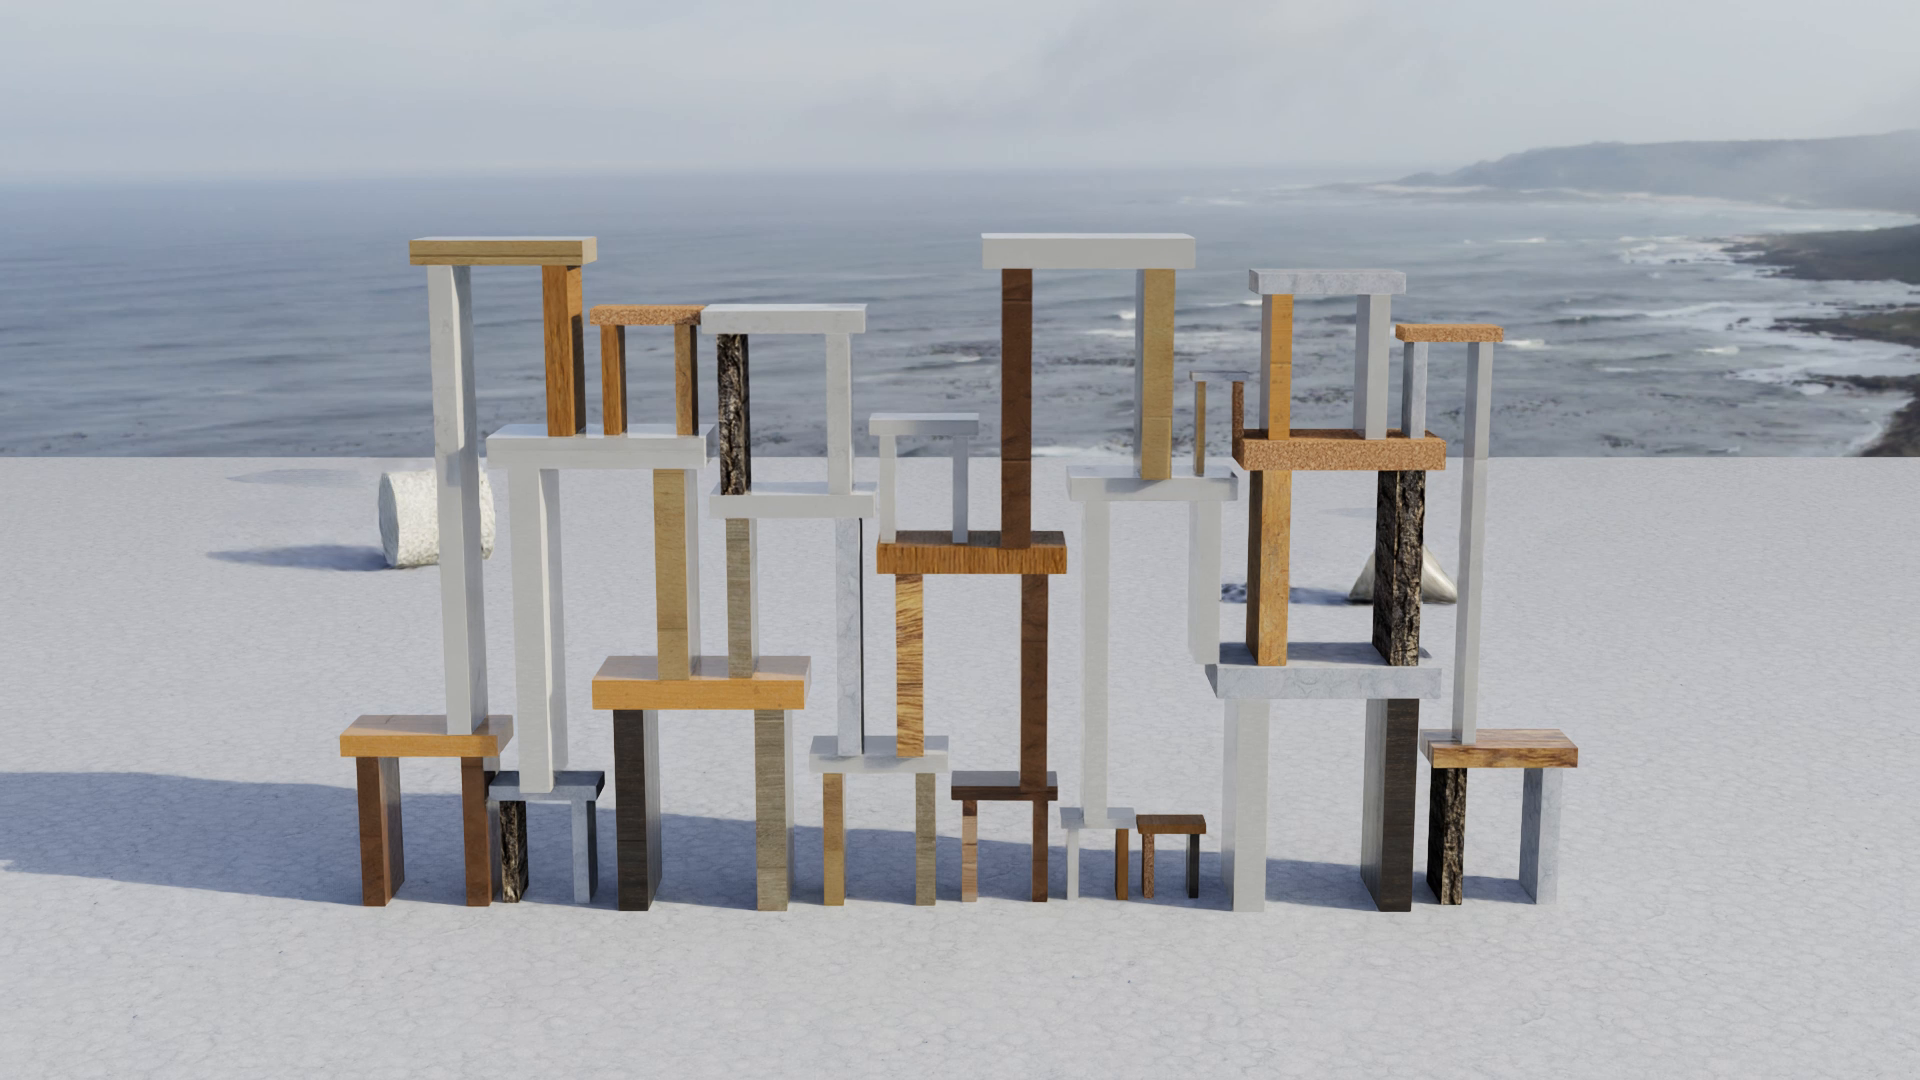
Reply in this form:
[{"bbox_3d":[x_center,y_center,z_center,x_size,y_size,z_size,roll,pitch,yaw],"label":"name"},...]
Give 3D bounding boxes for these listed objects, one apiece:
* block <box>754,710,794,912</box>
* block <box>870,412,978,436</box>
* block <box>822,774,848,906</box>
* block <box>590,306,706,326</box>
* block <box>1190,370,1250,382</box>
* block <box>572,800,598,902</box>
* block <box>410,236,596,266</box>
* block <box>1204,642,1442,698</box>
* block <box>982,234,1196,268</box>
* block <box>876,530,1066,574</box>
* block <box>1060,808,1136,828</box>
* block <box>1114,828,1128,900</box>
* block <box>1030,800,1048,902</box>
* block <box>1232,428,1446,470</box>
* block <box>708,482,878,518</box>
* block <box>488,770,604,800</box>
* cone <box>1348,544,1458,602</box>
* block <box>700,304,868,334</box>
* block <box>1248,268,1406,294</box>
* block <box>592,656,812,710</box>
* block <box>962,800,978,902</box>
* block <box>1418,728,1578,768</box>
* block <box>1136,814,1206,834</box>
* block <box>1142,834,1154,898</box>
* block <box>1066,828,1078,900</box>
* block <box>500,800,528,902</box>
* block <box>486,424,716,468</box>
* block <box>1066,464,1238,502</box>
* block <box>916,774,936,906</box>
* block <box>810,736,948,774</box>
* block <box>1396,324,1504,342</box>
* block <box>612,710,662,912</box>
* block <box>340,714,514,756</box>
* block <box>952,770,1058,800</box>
[{"bbox_3d":[-0.306,0.423,3.638,0.048,0.339,0.170,0,11,0],"label":"block"},{"bbox_3d":[-0.057,-0.186,3.532,0.174,0.025,0.087,0,11,1],"label":"block"},{"bbox_3d":[-0.207,0.479,3.646,0.032,0.226,0.113,0,11,0],"label":"block"},{"bbox_3d":[-0.494,-0.357,3.492,0.174,0.025,0.087,0,11,0],"label":"block"},{"bbox_3d":[0.413,-0.262,3.508,0.090,0.013,0.045,0,11,0],"label":"block"},{"bbox_3d":[-0.623,0.504,3.652,0.025,0.175,0.088,0,11,0],"label":"block"},{"bbox_3d":[-0.720,-0.458,3.479,0.268,0.038,0.134,0,11,0],"label":"block"},{"bbox_3d":[0.590,0.213,3.600,0.358,0.051,0.179,0,11,0],"label":"block"},{"bbox_3d":[0.199,-0.457,3.477,0.329,0.047,0.165,0,11,0],"label":"block"},{"bbox_3d":[0.019,0.019,3.562,0.301,0.043,0.151,0,11,0],"label":"block"},{"bbox_3d":[0.228,0.460,3.644,0.123,0.017,0.062,0,11,0],"label":"block"},{"bbox_3d":[0.269,0.530,3.657,0.017,0.123,0.062,0,11,0],"label":"block"},{"bbox_3d":[0.132,0.504,3.654,0.025,0.175,0.087,0,11,0],"label":"block"},{"bbox_3d":[0.605,-0.146,3.535,0.317,0.045,0.158,0,11,0],"label":"block"},{"bbox_3d":[-0.266,-0.065,3.543,0.261,0.037,0.130,0,11,0],"label":"block"},{"bbox_3d":[-0.682,0.405,3.633,0.175,0.025,0.088,0,11,0],"label":"block"},{"bbox_3d":[1.238,0.102,5.924,0.284,0.284,0.284,29,17,10],"label":"cone"},{"bbox_3d":[-0.277,-0.352,3.492,0.255,0.036,0.127,0,11,0],"label":"block"},{"bbox_3d":[0.580,-0.410,3.486,0.230,0.033,0.115,0,11,0],"label":"block"},{"bbox_3d":[-0.419,0.233,3.603,0.339,0.048,0.170,0,11,0],"label":"block"},{"bbox_3d":[0.016,0.504,3.654,0.025,0.175,0.087,0,11,0],"label":"block"},{"bbox_3d":[0.886,0.343,3.626,0.234,0.033,0.117,0,11,0],"label":"block"},{"bbox_3d":[0.350,0.472,3.651,0.112,0.016,0.056,0,11,0],"label":"block"},{"bbox_3d":[0.313,0.534,3.663,0.016,0.112,0.056,0,11,0],"label":"block"},{"bbox_3d":[0.187,0.530,3.657,0.017,0.123,0.062,0,11,0],"label":"block"},{"bbox_3d":[-0.740,0.504,3.651,0.025,0.175,0.088,0,11,0],"label":"block"},{"bbox_3d":[-0.572,-0.151,3.534,0.342,0.048,0.171,0,11,0],"label":"block"},{"bbox_3d":[0.307,-0.092,3.547,0.265,0.038,0.133,0,11,0],"label":"block"},{"bbox_3d":[-0.056,0.479,3.646,0.032,0.226,0.113,0,11,0],"label":"block"},{"bbox_3d":[-0.132,0.353,3.622,0.226,0.032,0.113,0,11,0],"label":"block"},{"bbox_3d":[0.777,-0.330,3.497,0.154,0.022,0.077,0,11,0],"label":"block"},{"bbox_3d":[-0.532,0.423,3.638,0.048,0.339,0.170,0,11,0],"label":"block"},{"bbox_3d":[-0.875,0.322,3.620,0.255,0.036,0.127,0,11,0],"label":"block"},{"bbox_3d":[0.073,0.406,3.636,0.175,0.025,0.087,0,11,1],"label":"block"}]
